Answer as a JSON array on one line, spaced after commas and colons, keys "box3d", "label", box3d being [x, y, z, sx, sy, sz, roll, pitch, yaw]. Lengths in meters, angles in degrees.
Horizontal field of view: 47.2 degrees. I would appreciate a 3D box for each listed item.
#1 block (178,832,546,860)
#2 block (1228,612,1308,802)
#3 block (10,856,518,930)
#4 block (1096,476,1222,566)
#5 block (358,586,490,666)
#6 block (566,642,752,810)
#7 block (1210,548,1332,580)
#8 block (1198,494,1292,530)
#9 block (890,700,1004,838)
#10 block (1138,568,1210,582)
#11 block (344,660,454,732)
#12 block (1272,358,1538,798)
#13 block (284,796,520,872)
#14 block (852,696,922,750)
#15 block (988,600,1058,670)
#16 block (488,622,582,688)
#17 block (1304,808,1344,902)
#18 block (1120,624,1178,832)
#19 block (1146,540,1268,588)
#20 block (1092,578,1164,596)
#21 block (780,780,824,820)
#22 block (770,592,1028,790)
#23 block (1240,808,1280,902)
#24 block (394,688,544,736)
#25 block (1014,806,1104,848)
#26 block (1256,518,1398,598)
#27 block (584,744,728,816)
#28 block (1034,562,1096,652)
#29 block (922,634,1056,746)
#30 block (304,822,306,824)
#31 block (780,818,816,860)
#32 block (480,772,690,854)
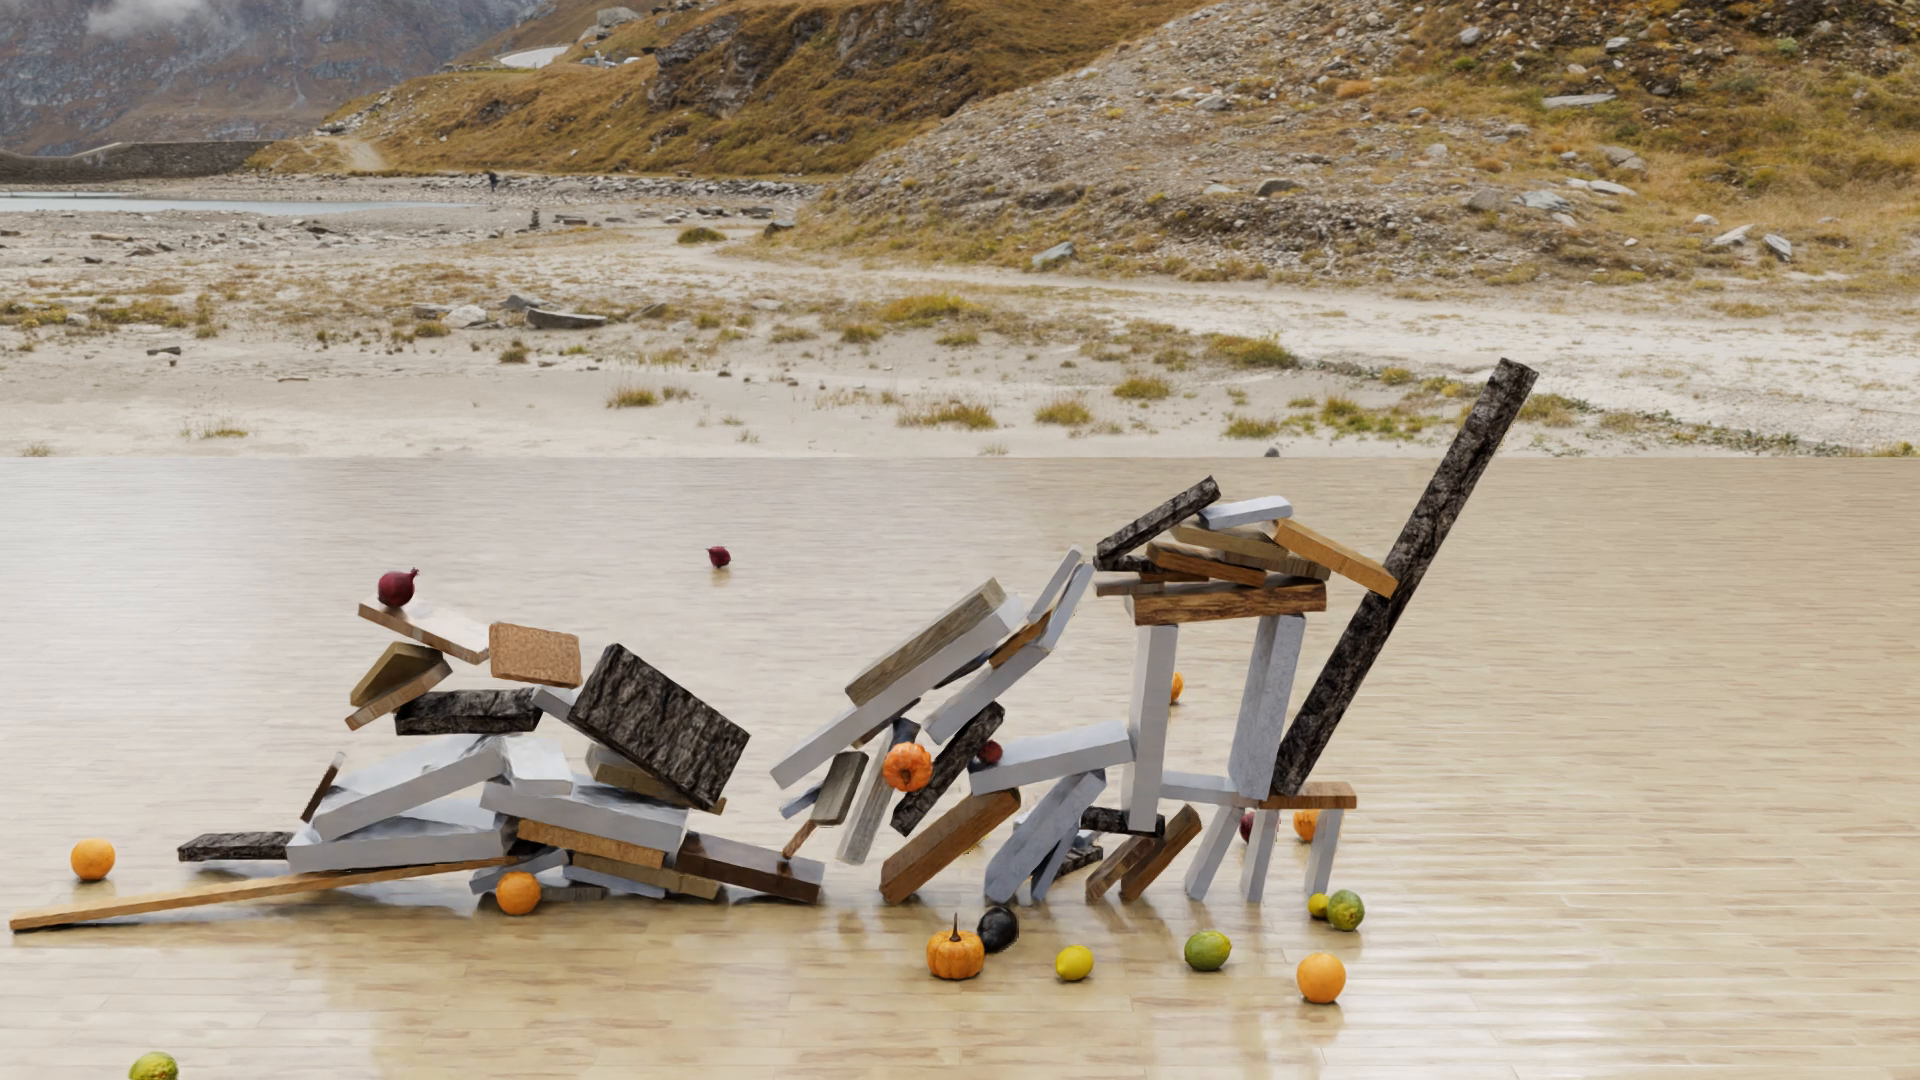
[{"box3d": [-1.011, 0.515, 3.726, 0.654, 0.024, 0.086, -3, 8, 14], "label": "block"}, {"box3d": [0.503, 0.257, 3.614, 0.044, 0.308, 0.154, 10, 10, -3], "label": "block"}, {"box3d": [-1.123, 0.565, 3.583, 0.792, 0.016, 0.057, -6, 8, -11], "label": "block"}, {"box3d": [0.315, -0.030, 3.498, 0.216, 0.019, 0.068, -31, 15, 10], "label": "block"}, {"box3d": [-0.874, 0.141, 3.642, 0.234, 0.024, 0.085, 21, 25, 15], "label": "block"}, {"box3d": [-0.490, 0.306, 3.602, 0.282, 0.141, 0.040, 38, -28, -22], "label": "block"}, {"box3d": [0.502, 0.029, 3.561, 0.179, 0.025, 0.090, 10, 10, -11], "label": "block"}, {"box3d": [0.452, -0.044, 3.494, 0.136, 0.019, 0.068, -10, 15, -7], "label": "block"}, {"box3d": [-0.020, 0.370, 3.606, 0.035, 0.247, 0.124, 39, 6, -2], "label": "block"}, {"box3d": [0.346, 0.055, 3.559, 0.109, 0.015, 0.054, 0, 10, -2], "label": "block"}, {"box3d": [-0.923, 0.256, 3.618, 0.171, 0.024, 0.086, -27, 9, 22], "label": "block"}, {"box3d": [0.712, 0.062, 3.575, 0.031, 0.786, 0.109, 27, 8, -9], "label": "block"}, {"box3d": [-0.910, 0.484, 3.640, 0.360, 0.046, 0.163, -5, 15, 6], "label": "block"}, {"box3d": [-0.125, 0.304, 3.694, 0.126, 0.018, 0.063, -37, -1, -22], "label": "block"}, {"box3d": [0.118, 0.146, 3.585, 0.170, 0.018, 0.063, -40, 3, 8], "label": "block"}, {"box3d": [-0.689, 0.188, 3.573, 0.024, 0.085, 0.171, -21, -22, 34], "label": "block"}, {"box3d": [0.603, 0.511, 3.653, 0.022, 0.158, 0.079, 10, 11, -2], "label": "block"}, {"box3d": [0.309, 0.290, 3.610, 0.044, 0.342, 0.154, 5, 10, -2], "label": "block"}, {"box3d": [0.395, 0.038, 3.535, 0.179, 0.025, 0.090, 11, 10, -9], "label": "block"}, {"box3d": [0.272, 0.075, 3.555, 0.109, 0.015, 0.054, -4, 10, -2], "label": "block"}, {"box3d": [-0.245, 0.428, 3.709, 0.128, 0.018, 0.064, -31, 2, -4], "label": "block"}, {"box3d": [-0.102, 0.251, 3.634, 0.484, 0.040, 0.141, -36, 2, 18], "label": "block"}, {"box3d": [0.498, 0.511, 3.654, 0.022, 0.158, 0.079, 10, 10, -3], "label": "block"}, {"box3d": [-0.809, 0.284, 3.641, 0.226, 0.032, 0.113, -2, 18, 1], "label": "block"}, {"box3d": [0.176, 0.509, 3.901, 0.146, 0.021, 0.073, 8, 21, 31], "label": "block"}, {"box3d": [0.587, 0.020, 3.515, 0.218, 0.031, 0.109, 26, 11, -12], "label": "block"}, {"box3d": [-0.513, 0.404, 3.705, 0.226, 0.032, 0.113, 19, 5, -21], "label": "block"}, {"box3d": [0.166, 0.107, 3.491, 0.021, 0.148, 0.073, 29, -8, -4], "label": "block"}, {"box3d": [0.045, 0.240, 3.612, 0.248, 0.035, 0.124, -40, 3, -2], "label": "block"}, {"box3d": [-1.086, 0.510, 3.860, 0.114, 0.016, 0.057, 23, 13, 4], "label": "block"}, {"box3d": [-0.251, 0.478, 3.672, 0.018, 0.128, 0.064, 40, -15, 2], "label": "block"}, {"box3d": [-0.615, 0.437, 3.642, 0.327, 0.046, 0.163, 14, 8, -3], "label": "block"}]
